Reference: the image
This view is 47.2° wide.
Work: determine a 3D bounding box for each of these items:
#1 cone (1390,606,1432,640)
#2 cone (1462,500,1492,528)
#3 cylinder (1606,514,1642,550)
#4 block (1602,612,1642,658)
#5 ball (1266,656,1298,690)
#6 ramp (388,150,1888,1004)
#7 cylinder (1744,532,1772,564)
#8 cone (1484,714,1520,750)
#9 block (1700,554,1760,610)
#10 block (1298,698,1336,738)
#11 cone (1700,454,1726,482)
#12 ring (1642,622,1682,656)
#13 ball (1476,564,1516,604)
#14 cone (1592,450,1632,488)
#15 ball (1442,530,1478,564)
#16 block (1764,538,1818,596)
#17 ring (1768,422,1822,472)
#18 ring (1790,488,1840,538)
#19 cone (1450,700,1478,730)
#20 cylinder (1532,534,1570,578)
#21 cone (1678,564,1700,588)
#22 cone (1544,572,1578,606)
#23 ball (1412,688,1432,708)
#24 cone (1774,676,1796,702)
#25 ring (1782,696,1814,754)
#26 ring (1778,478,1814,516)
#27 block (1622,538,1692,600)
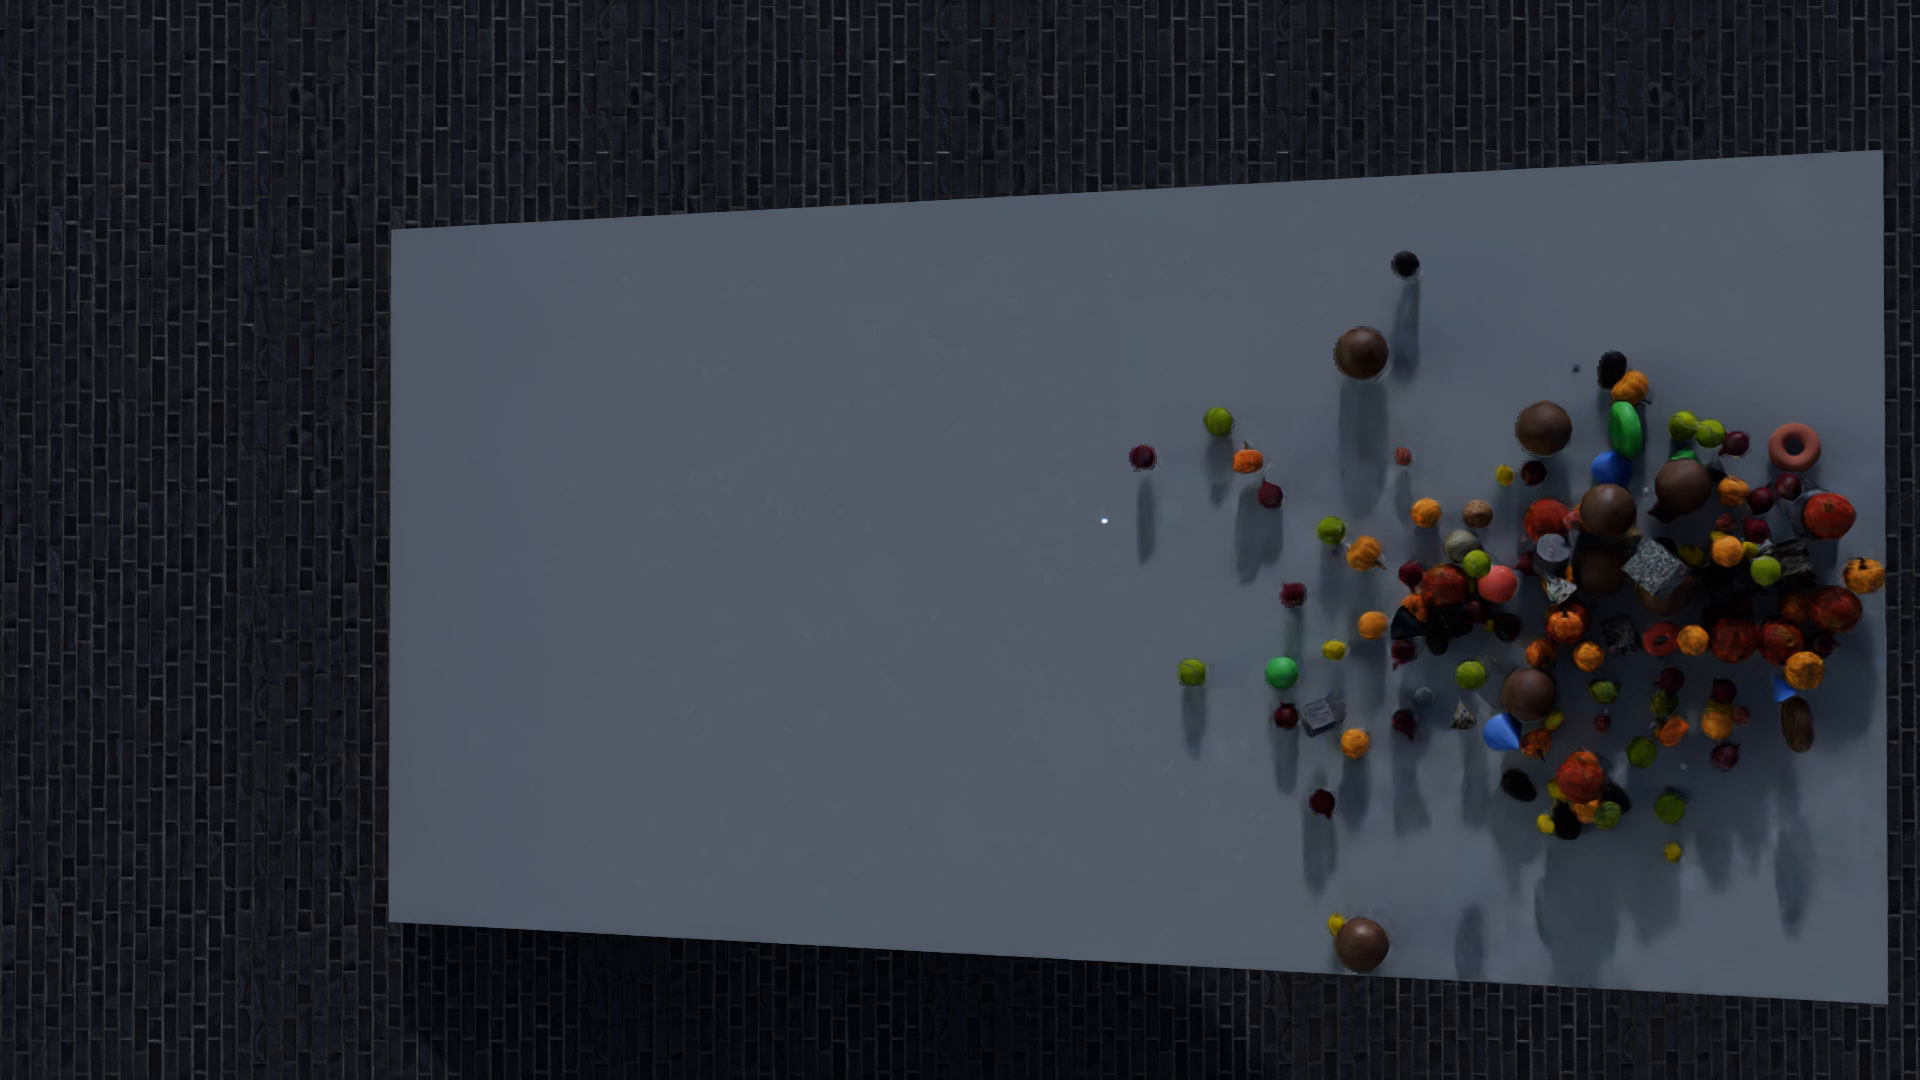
[{"bbox_3d":[1.106,0.214,5.334,0.089,0.089,0.089,17,89,33],"label":"cone"},{"bbox_3d":[1.267,-0.065,5.396,0.072,0.072,0.072,0,89,18],"label":"cone"},{"bbox_3d":[1.596,-0.019,5.287,0.063,0.063,0.063,-26,62,0],"label":"cylinder"},{"bbox_3d":[1.587,0.228,5.277,0.069,0.069,0.069,-21,109,19],"label":"block"},{"bbox_3d":[0.810,0.334,5.530,0.082,0.082,0.082,0,89,0],"label":"ball"},{"bbox_3d":[0.275,0.093,5.798,4.000,0.100,2.000,0,89,18],"label":"ramp"},{"bbox_3d":[1.893,0.019,5.206,0.054,0.054,0.054,-29,89,15],"label":"cylinder"},{"bbox_3d":[1.332,0.484,5.318,0.098,0.098,0.098,-4,111,-11],"label":"cone"},{"bbox_3d":[1.802,0.097,5.145,0.096,0.096,0.096,-22,85,26],"label":"block"},{"bbox_3d":[0.885,0.440,5.448,0.066,0.066,0.066,-23,69,-6],"label":"block"},{"bbox_3d":[1.804,-0.182,5.250,0.063,0.063,0.063,19,67,0],"label":"cone"},{"bbox_3d":[1.668,0.236,5.225,0.093,0.031,0.093,-1,121,-2],"label":"ring"},{"bbox_3d":[1.310,0.108,5.367,0.095,0.095,0.095,0,89,0],"label":"ball"},{"bbox_3d":[1.566,-0.188,5.276,0.096,0.096,0.096,-5,69,13],"label":"cone"},{"bbox_3d":[1.225,0.016,5.380,0.086,0.086,0.086,0,89,0],"label":"ball"},{"bbox_3d":[1.947,0.063,5.150,0.088,0.088,0.088,-19,53,18],"label":"block"},{"bbox_3d":[1.970,-0.218,5.192,0.118,0.039,0.118,-1,88,21],"label":"ring"},{"bbox_3d":[2.004,-0.062,5.154,0.119,0.040,0.119,-1,101,-6],"label":"ring"},{"bbox_3d":[1.190,0.407,5.215,0.064,0.064,0.064,-2,61,0],"label":"cone"},{"bbox_3d":[1.420,0.039,5.281,0.081,0.081,0.081,-3,59,4],"label":"cylinder"},{"bbox_3d":[1.738,0.088,5.251,0.059,0.059,0.059,0,89,18],"label":"cone"},{"bbox_3d":[1.419,0.103,5.254,0.079,0.079,0.079,-42,93,-1],"label":"cone"},{"bbox_3d":[1.143,0.390,5.439,0.051,0.051,0.051,0,89,0],"label":"ball"},{"bbox_3d":[1.925,0.343,5.163,0.057,0.057,0.057,-27,87,0],"label":"cone"},{"bbox_3d":[1.947,0.429,5.112,0.045,0.134,0.134,-7,89,4],"label":"ring"},{"bbox_3d":[1.976,-0.100,5.187,0.092,0.031,0.092,0,96,3],"label":"ring"},{"bbox_3d":[1.617,0.068,5.103,0.096,0.096,0.096,-52,58,15],"label":"block"}]
